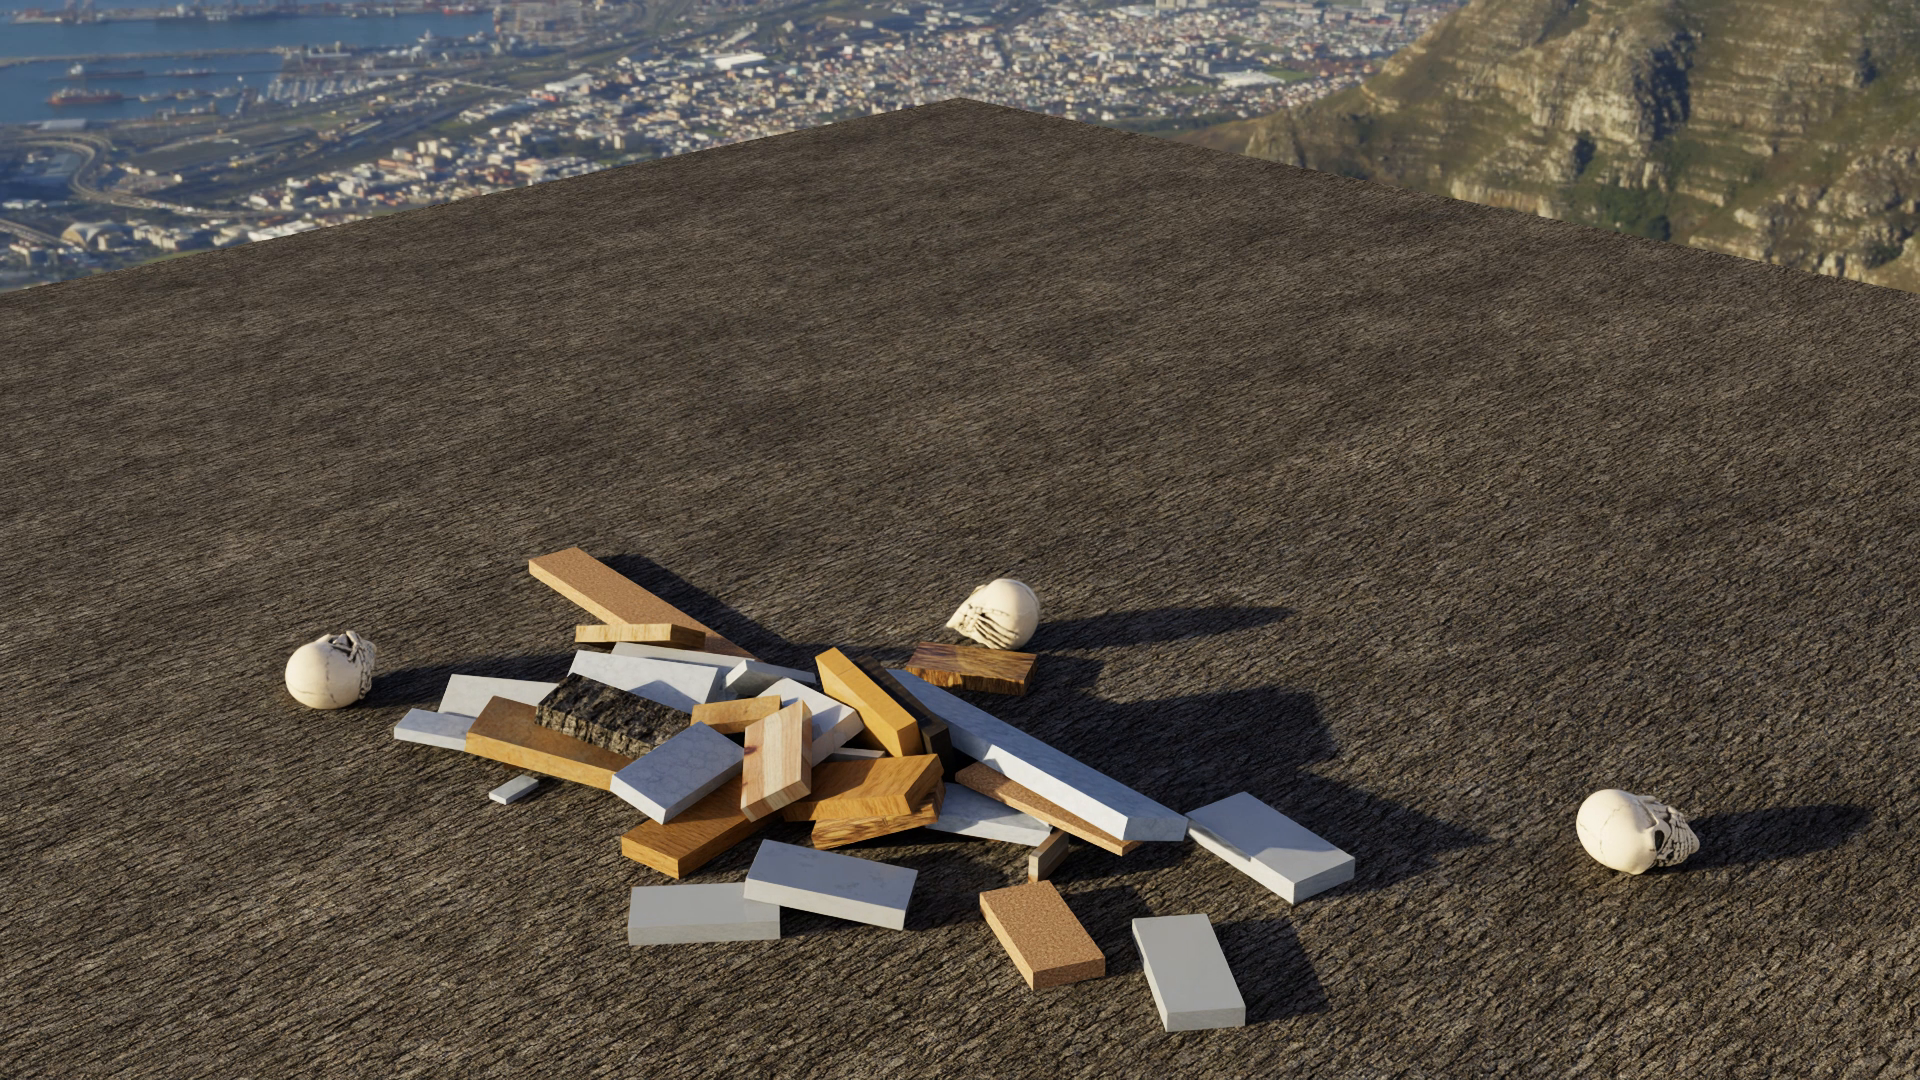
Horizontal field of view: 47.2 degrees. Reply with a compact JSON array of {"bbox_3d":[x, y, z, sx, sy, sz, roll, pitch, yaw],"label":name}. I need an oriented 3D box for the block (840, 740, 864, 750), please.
[{"bbox_3d":[-0.248,0.432,4.705,0.103,0.029,0.206,-17,28,-34],"label":"block"}]

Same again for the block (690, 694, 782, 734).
[{"bbox_3d":[-0.470,0.371,4.630,0.186,0.026,0.093,-7,25,1],"label":"block"}]

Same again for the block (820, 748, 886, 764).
[{"bbox_3d":[-0.213,0.468,4.510,0.161,0.081,0.023,1,28,36],"label":"block"}]

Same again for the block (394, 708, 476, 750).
[{"bbox_3d":[-1.000,0.421,4.667,0.384,0.026,0.093,9,23,8],"label":"block"}]

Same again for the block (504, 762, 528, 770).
[{"bbox_3d":[-0.911,0.467,4.643,0.095,0.013,0.047,0,23,-1],"label":"block"}]

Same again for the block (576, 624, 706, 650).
[{"bbox_3d":[-0.731,0.223,5.032,0.267,0.038,0.134,-2,-12,29],"label":"block"}]

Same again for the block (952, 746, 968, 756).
[{"bbox_3d":[0.048,0.432,4.656,0.161,0.023,0.081,3,20,13],"label":"block"}]

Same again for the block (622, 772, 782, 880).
[{"bbox_3d":[-0.479,0.551,4.407,0.151,0.043,0.407,16,28,33],"label":"block"}]

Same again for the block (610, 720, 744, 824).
[{"bbox_3d":[-0.564,0.468,4.451,0.138,0.039,0.275,30,33,21],"label":"block"}]

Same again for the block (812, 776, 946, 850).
[{"bbox_3d":[-0.160,0.538,4.341,0.254,0.036,0.127,-15,20,14],"label":"block"}]

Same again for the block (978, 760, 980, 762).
[{"bbox_3d":[0.067,0.488,4.581,0.081,0.023,0.161,8,24,18],"label":"block"}]

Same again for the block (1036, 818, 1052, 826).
[{"bbox_3d":[0.160,0.519,4.329,0.067,0.019,0.133,-15,28,-32],"label":"block"}]

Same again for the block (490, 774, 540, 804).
[{"bbox_3d":[-0.919,0.514,4.532,0.047,0.013,0.095,15,27,32],"label":"block"}]

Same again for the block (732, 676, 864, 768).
[{"bbox_3d":[-0.351,0.388,4.632,0.166,0.047,0.331,-36,25,-20],"label":"block"}]

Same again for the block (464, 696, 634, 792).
[{"bbox_3d":[-0.833,0.428,4.591,0.355,0.047,0.167,15,24,2],"label":"block"}]

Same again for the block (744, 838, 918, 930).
[{"bbox_3d":[-0.240,0.645,4.124,0.301,0.043,0.151,11,22,4],"label":"block"}]

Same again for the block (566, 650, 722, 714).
[{"bbox_3d":[-0.703,0.340,4.803,0.331,0.047,0.166,6,53,15],"label":"block"}]

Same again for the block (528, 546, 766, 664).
[{"bbox_3d":[-0.759,0.185,5.277,0.134,0.038,0.881,-17,29,-35],"label":"block"}]

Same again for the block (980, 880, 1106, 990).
[{"bbox_3d":[0.148,0.719,4.017,0.138,0.039,0.275,-8,24,-18],"label":"block"}]

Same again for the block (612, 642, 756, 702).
[{"bbox_3d":[-0.636,0.318,4.891,0.331,0.047,0.166,6,41,15],"label":"block"}]

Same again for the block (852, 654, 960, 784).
[{"bbox_3d":[-0.114,0.378,4.525,0.045,0.158,0.317,-27,39,-21],"label":"block"}]

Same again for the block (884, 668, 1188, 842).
[{"bbox_3d":[0.090,0.425,4.499,0.158,0.045,0.951,7,10,-38],"label":"block"}]

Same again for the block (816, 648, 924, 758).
[{"bbox_3d":[-0.181,0.370,4.541,0.047,0.167,0.335,-27,37,-21],"label":"block"}]

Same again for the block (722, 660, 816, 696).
[{"bbox_3d":[-0.419,0.311,4.823,0.186,0.093,0.026,15,49,-38],"label":"block"}]

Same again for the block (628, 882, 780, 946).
[{"bbox_3d":[-0.472,0.692,4.081,0.275,0.039,0.138,-2,23,-4],"label":"block"}]

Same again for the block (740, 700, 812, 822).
[{"bbox_3d":[-0.369,0.443,4.439,0.138,0.039,0.275,-27,28,12],"label":"block"}]

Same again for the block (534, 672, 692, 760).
[{"bbox_3d":[-0.705,0.386,4.635,0.335,0.047,0.167,19,24,10],"label":"block"}]

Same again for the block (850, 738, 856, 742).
[{"bbox_3d":[-0.147,0.408,4.662,0.206,0.029,0.103,19,40,36],"label":"block"}]

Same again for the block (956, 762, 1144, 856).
[{"bbox_3d":[0.170,0.520,4.280,0.423,0.019,0.067,20,30,38],"label":"block"}]

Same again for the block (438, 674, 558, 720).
[{"bbox_3d":[-0.991,0.368,4.769,0.267,0.038,0.134,4,53,10],"label":"block"}]

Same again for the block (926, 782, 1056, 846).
[{"bbox_3d":[0.072,0.542,4.344,0.254,0.036,0.127,7,24,16],"label":"block"}]

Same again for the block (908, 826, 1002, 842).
[{"bbox_3d":[-0.023,0.545,4.431,0.254,0.036,0.127,6,24,15],"label":"block"}]

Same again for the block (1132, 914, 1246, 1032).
[{"bbox_3d":[0.403,0.765,3.907,0.138,0.039,0.296,-3,23,-7],"label":"block"}]

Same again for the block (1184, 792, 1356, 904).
[{"bbox_3d":[0.601,0.597,4.296,0.158,0.045,0.317,-15,27,-32],"label":"block"}]

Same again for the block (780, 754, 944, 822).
[{"bbox_3d":[-0.197,0.494,4.378,0.301,0.043,0.151,-8,23,31],"label":"block"}]

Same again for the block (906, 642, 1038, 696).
[{"bbox_3d":[0.027,0.293,5.021,0.275,0.039,0.138,6,24,13],"label":"block"}]

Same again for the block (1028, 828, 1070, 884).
[{"bbox_3d":[0.172,0.609,4.241,0.019,0.067,0.133,14,26,26],"label":"block"}]
